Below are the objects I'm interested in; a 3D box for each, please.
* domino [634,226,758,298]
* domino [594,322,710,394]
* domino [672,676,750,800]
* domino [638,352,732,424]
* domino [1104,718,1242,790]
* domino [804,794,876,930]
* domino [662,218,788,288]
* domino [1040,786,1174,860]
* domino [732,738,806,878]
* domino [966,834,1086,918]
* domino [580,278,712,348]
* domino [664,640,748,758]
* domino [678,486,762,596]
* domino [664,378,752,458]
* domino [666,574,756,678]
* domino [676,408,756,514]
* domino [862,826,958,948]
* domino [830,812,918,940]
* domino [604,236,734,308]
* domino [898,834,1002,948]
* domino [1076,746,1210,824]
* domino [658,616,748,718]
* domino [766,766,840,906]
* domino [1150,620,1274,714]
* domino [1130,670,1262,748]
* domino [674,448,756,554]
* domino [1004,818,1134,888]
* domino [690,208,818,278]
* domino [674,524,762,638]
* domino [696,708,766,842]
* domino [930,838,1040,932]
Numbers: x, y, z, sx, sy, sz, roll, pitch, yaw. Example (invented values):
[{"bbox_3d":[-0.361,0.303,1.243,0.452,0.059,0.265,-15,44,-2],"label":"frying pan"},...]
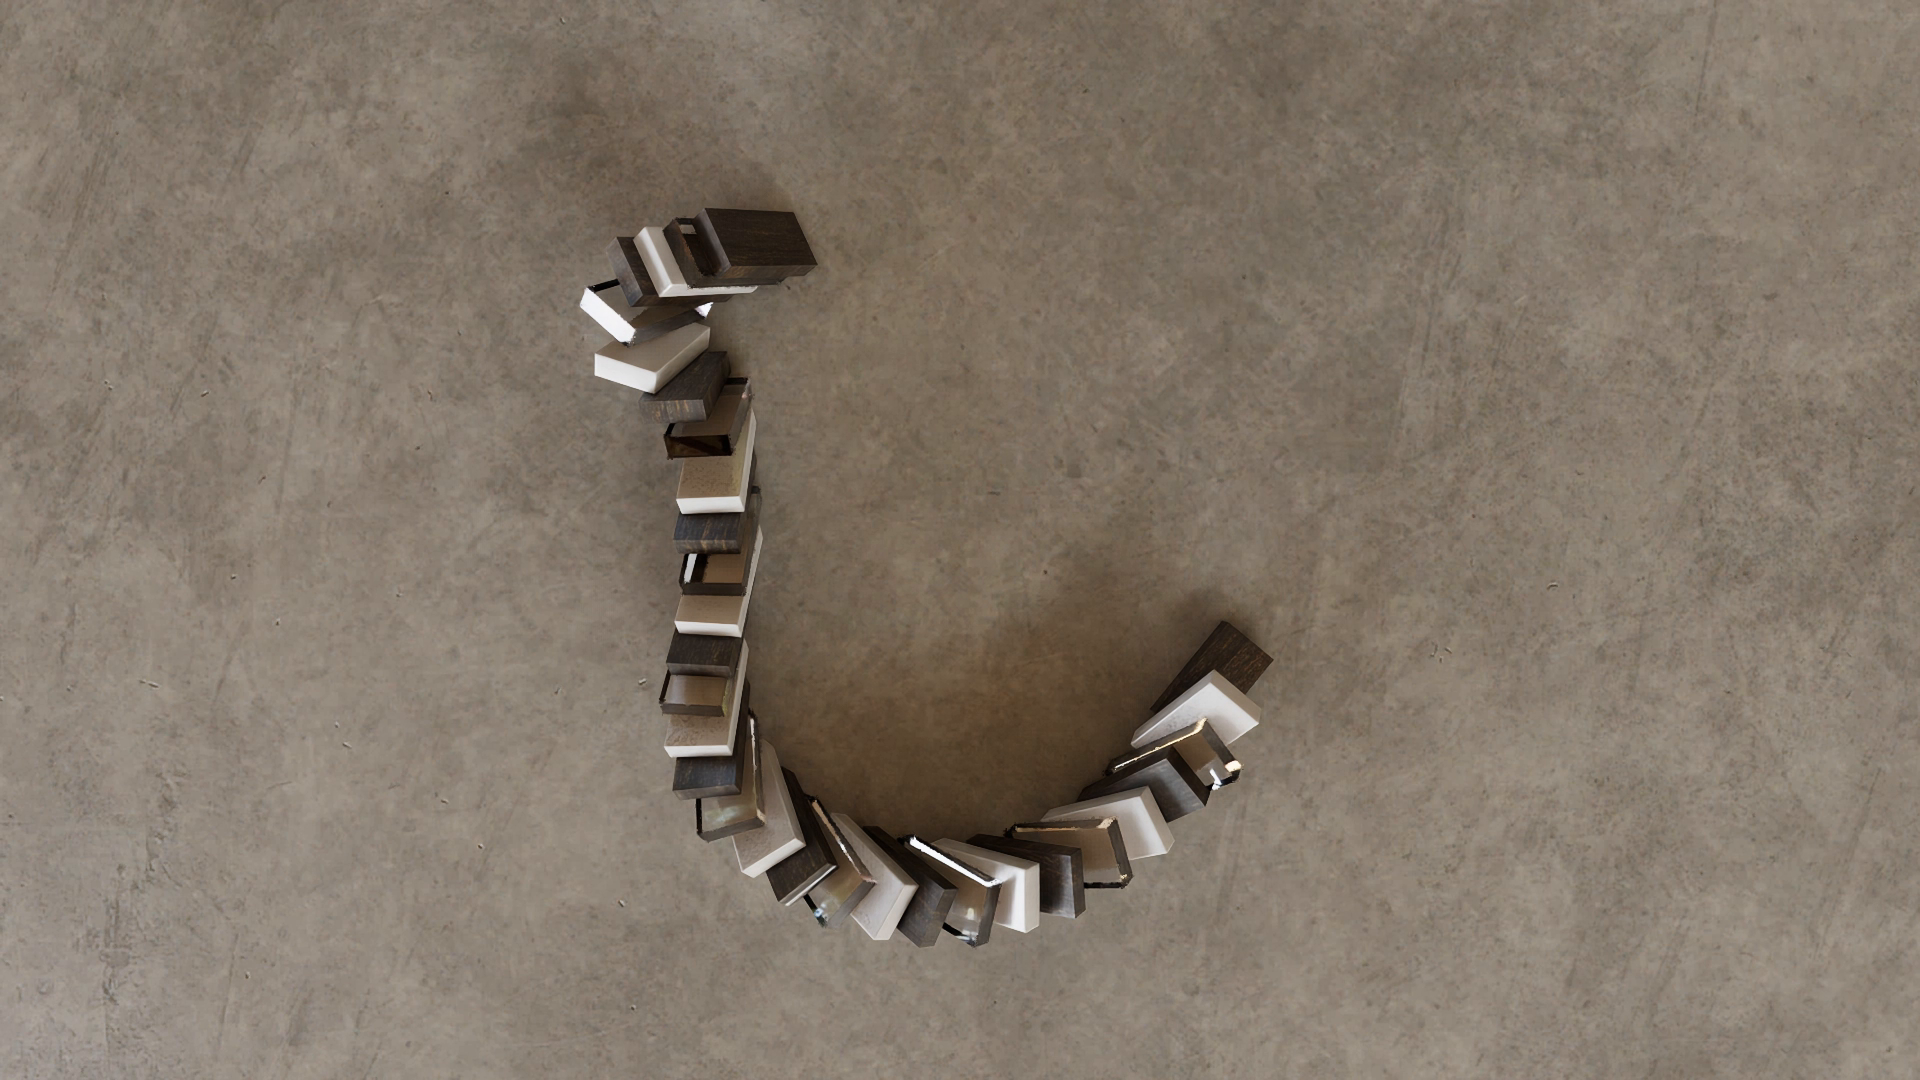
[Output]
[{"bbox_3d":[-0.106,-0.115,0.377,0.009,0.050,0.025,-25,90,37],"label":"domino"},{"bbox_3d":[-0.125,-0.078,0.377,0.025,0.050,0.009,18,125,1],"label":"domino"},{"bbox_3d":[-0.102,0.081,0.380,0.025,0.010,0.050,-6,51,1],"label":"domino"},{"bbox_3d":[-0.112,-0.063,0.377,0.025,0.050,0.009,-2,123,0],"label":"domino"},{"bbox_3d":[0.088,0.096,0.381,0.050,0.010,0.025,-35,93,35],"label":"domino"},{"bbox_3d":[-0.058,0.133,0.380,0.025,0.010,0.050,-49,50,0],"label":"domino"},{"bbox_3d":[-0.095,-0.118,0.377,0.009,0.050,0.025,-25,90,37],"label":"domino"},{"bbox_3d":[0.061,0.121,0.382,0.050,0.010,0.025,-26,90,34],"label":"domino"},{"bbox_3d":[-0.084,0.110,0.380,0.025,0.009,0.050,-32,50,0],"label":"domino"},{"bbox_3d":[0.027,0.139,0.382,0.050,0.009,0.025,-4,90,34],"label":"domino"},{"bbox_3d":[-0.128,-0.097,0.377,0.025,0.050,0.009,41,125,0],"label":"domino"},{"bbox_3d":[-0.104,0.065,0.381,0.025,0.009,0.050,-1,51,1],"label":"domino"},{"bbox_3d":[-0.099,0.000,0.381,0.025,0.010,0.050,1,54,-1],"label":"domino"},{"bbox_3d":[-0.103,-0.051,0.377,0.025,0.050,0.010,-2,126,0],"label":"domino"},{"bbox_3d":[-0.103,0.032,0.381,0.025,0.010,0.050,3,52,0],"label":"domino"},{"bbox_3d":[-0.101,-0.034,0.381,0.025,0.009,0.050,-2,53,0],"label":"domino"},{"bbox_3d":[-0.026,0.143,0.380,0.050,0.009,0.025,23,90,40],"label":"domino"},{"bbox_3d":[-0.042,0.139,0.380,0.050,0.009,0.025,30,90,40],"label":"domino"},{"bbox_3d":[-0.118,-0.111,0.377,0.009,0.050,0.025,-25,90,37],"label":"domino"},{"bbox_3d":[-0.008,0.144,0.380,0.050,0.010,0.025,14,92,39],"label":"domino"},{"bbox_3d":[0.076,0.107,0.382,0.050,0.009,0.025,-38,91,35],"label":"domino"},{"bbox_3d":[-0.106,0.048,0.381,0.025,0.009,0.050,3,52,0],"label":"domino"},{"bbox_3d":[-0.072,0.122,0.380,0.025,0.009,0.050,-39,51,0],"label":"domino"},{"bbox_3d":[0.108,0.062,0.395,0.025,0.010,0.050,39,90,0],"label":"domino"},{"bbox_3d":[0.097,0.078,0.380,0.025,0.009,0.050,40,126,0],"label":"domino"},{"bbox_3d":[-0.101,-0.017,0.381,0.025,0.010,0.050,0,54,0],"label":"domino"},{"bbox_3d":[0.045,0.131,0.382,0.050,0.009,0.025,-16,90,35],"label":"domino"},{"bbox_3d":[-0.083,-0.122,0.377,0.010,0.050,0.025,-25,90,37],"label":"domino"},{"bbox_3d":[-0.100,0.016,0.381,0.025,0.009,0.050,3,53,0],"label":"domino"},{"bbox_3d":[-0.096,0.097,0.380,0.025,0.009,0.050,-16,51,1],"label":"domino"},{"bbox_3d":[0.010,0.142,0.381,0.050,0.009,0.025,0,90,39],"label":"domino"}]
